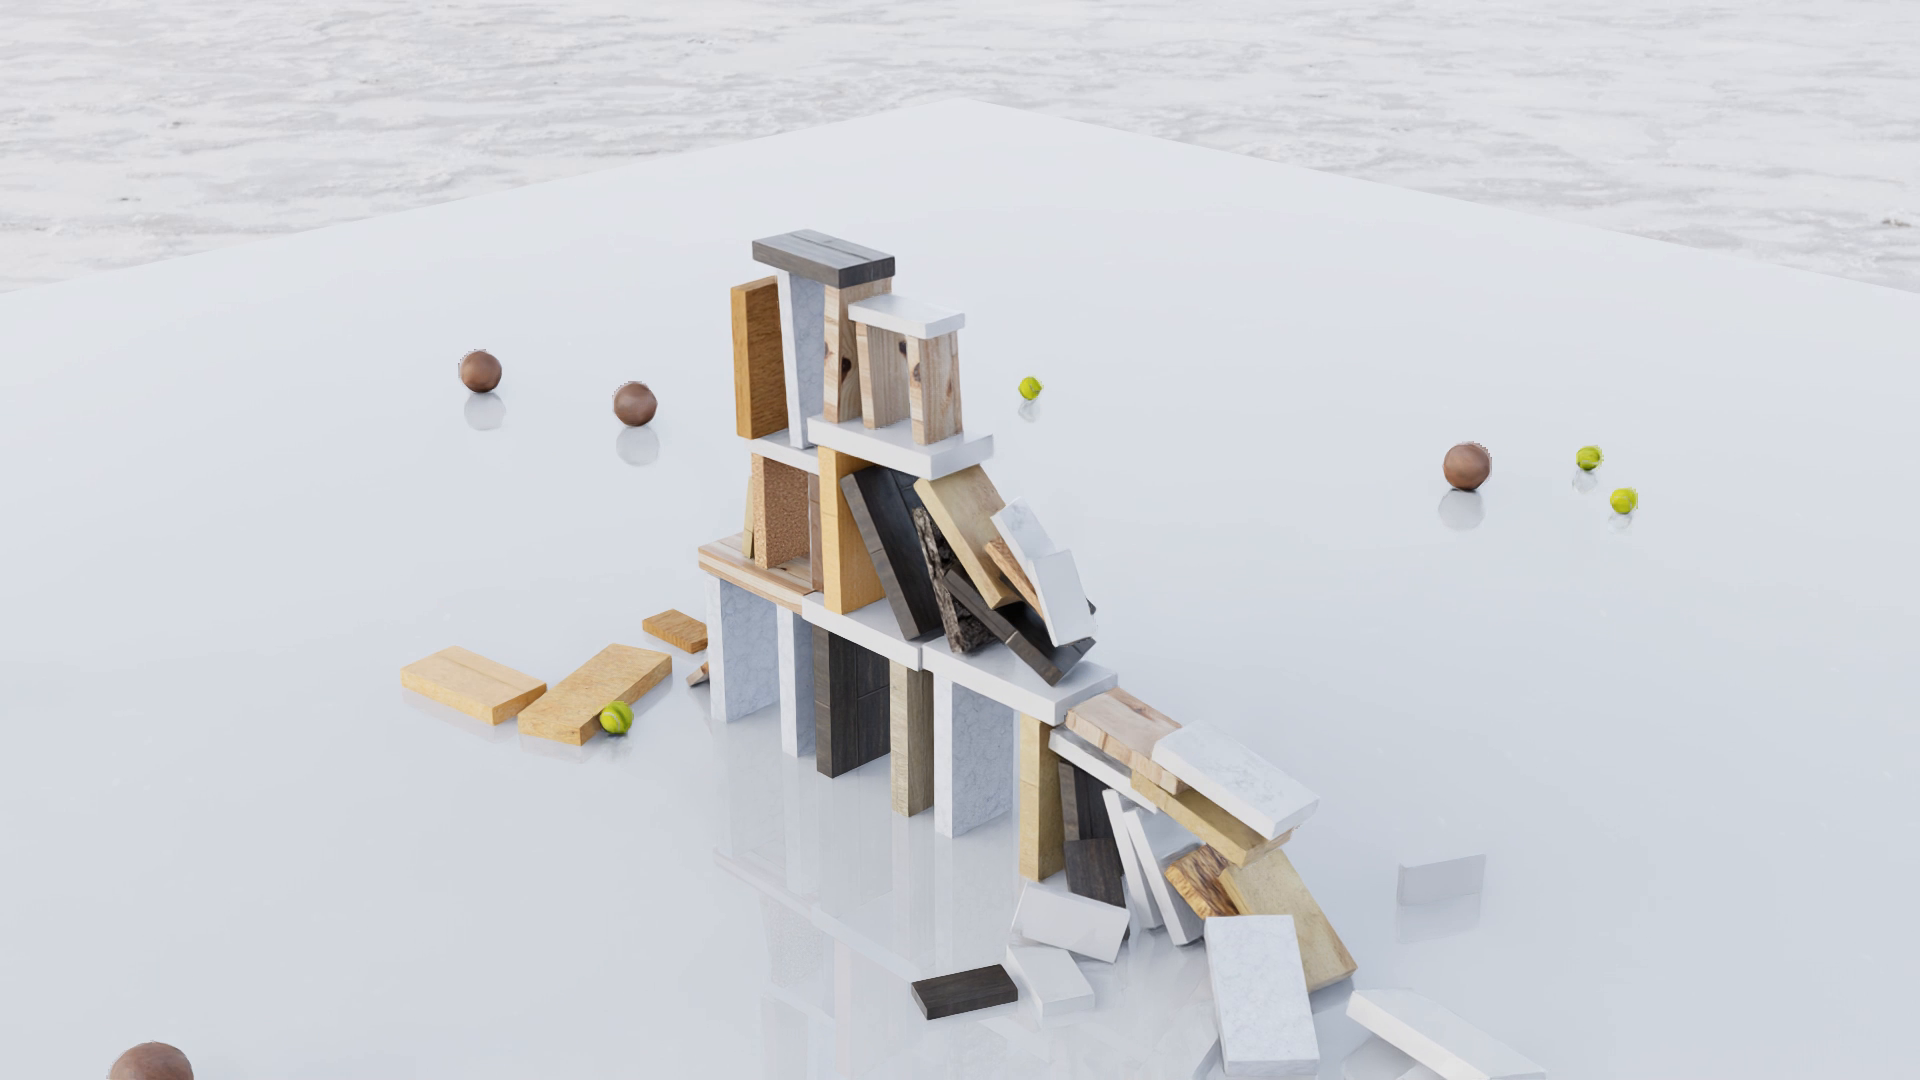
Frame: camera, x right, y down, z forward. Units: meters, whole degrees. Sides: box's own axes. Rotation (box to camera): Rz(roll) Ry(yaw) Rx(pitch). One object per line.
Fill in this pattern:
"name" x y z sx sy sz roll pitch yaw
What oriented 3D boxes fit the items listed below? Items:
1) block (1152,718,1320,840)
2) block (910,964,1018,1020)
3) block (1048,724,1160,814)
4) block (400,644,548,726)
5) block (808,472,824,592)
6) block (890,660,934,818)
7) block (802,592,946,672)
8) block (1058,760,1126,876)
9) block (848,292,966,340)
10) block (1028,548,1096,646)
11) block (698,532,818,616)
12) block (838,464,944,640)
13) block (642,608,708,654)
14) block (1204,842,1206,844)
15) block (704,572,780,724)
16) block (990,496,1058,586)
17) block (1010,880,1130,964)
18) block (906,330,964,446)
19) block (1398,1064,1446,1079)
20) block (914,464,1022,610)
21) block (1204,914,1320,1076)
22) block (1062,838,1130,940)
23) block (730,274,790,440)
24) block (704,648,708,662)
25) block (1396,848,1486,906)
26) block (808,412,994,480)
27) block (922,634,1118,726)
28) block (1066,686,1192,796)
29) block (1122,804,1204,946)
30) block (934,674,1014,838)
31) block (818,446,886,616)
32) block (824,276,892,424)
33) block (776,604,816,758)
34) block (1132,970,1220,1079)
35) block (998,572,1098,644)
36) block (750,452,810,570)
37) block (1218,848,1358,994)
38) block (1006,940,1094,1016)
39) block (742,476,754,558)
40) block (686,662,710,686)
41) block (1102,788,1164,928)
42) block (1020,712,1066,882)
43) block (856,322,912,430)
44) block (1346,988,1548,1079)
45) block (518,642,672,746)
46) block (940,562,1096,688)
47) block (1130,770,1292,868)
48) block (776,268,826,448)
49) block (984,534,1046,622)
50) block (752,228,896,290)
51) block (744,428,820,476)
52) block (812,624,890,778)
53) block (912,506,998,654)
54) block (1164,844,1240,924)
"block" 0.481 0.416 3.850 0.268 0.038 0.134 33 35 31
"block" 0.008 0.793 3.861 0.169 0.024 0.085 -8 24 -19
"block" 0.307 0.406 4.075 0.133 0.038 0.266 -21 39 -41
"block" -1.093 0.324 4.940 0.314 0.044 0.157 17 28 35
"block" -0.246 -0.030 4.497 0.127 0.254 0.036 -21 30 -41
"block" -0.061 0.373 4.443 0.049 0.343 0.171 21 31 41
"block" -0.141 0.163 4.437 0.171 0.049 0.343 -21 31 -40
"block" 0.257 0.526 4.176 0.133 0.266 0.038 -21 23 -41
"block" -0.102 -0.424 4.155 0.209 0.030 0.104 19 30 41
"block" 0.186 0.105 4.009 0.081 0.162 0.023 -17 -2 -23
"block" -0.380 0.062 4.667 0.173 0.049 0.346 -21 31 -40
"block" -0.099 0.009 4.334 0.171 0.341 0.048 -22 -1 -42
"block" -0.659 0.216 5.218 0.093 0.026 0.186 -21 31 -41
"block" 0.532 0.618 4.272 0.091 0.026 0.183 -17 28 -35
"block" -0.471 0.211 4.820 0.049 0.346 0.173 20 30 39
"block" 0.129 0.006 4.054 0.023 0.162 0.081 -28 6 45
"block" 0.198 0.686 3.954 0.194 0.097 0.027 17 17 -1
"block" -0.047 -0.294 4.151 0.030 0.209 0.104 16 27 42
"block" 0.708 0.939 3.491 0.305 0.043 0.153 -20 30 -38
"block" 0.045 -0.013 4.160 0.144 0.041 0.288 -16 66 -42
"block" 0.513 0.776 3.760 0.153 0.043 0.305 -1 41 -2
"block" 0.251 0.648 4.066 0.097 0.027 0.193 -3 57 -8
"block" -0.390 -0.377 4.494 0.044 0.314 0.157 19 29 38
"block" -0.491 0.113 4.987 0.026 0.421 0.093 38 38 21
"block" 0.908 0.636 4.153 0.169 0.085 0.024 -7 24 -17
"block" -0.117 -0.199 4.264 0.341 0.048 0.171 19 29 41
"block" 0.112 0.249 4.215 0.349 0.049 0.175 21 31 40
"block" 0.336 0.362 3.993 0.134 0.038 0.268 -21 39 -40
"block" 0.400 0.598 4.043 0.130 0.259 0.037 -21 0 -41
"block" 0.029 0.401 4.368 0.175 0.349 0.049 -21 31 -41
"block" -0.199 -0.041 4.407 0.048 0.348 0.171 19 29 40
"block" -0.199 -0.375 4.270 0.039 0.275 0.138 24 33 39
"block" -0.302 0.273 4.674 0.049 0.346 0.173 21 31 41
"block" 0.403 0.841 3.748 0.085 0.024 0.390 11 25 25
"block" 0.165 0.099 4.106 0.183 0.026 0.091 42 45 -5
"block" -0.375 -0.077 4.608 0.036 0.254 0.127 20 30 38
"block" 0.587 0.685 3.940 0.130 0.037 0.259 -14 57 -29
"block" 0.160 0.772 3.905 0.097 0.027 0.194 -7 24 -16
"block" -0.412 -0.060 4.650 0.026 0.186 0.093 30 36 33
"block" -0.556 0.287 4.949 0.070 0.020 0.140 -20 -11 -38
"block" 0.357 0.570 4.084 0.133 0.266 0.038 -21 8 -41
"block" 0.192 0.465 4.218 0.049 0.349 0.175 21 30 41
"block" -0.146 -0.329 4.242 0.030 0.209 0.104 14 26 42
"block" 0.808 0.836 3.663 0.153 0.043 0.305 7 13 -39
"block" -0.809 0.340 4.903 0.157 0.044 0.391 9 25 21
"block" 0.112 0.137 4.152 0.288 0.041 0.144 43 37 6
"block" 0.447 0.471 3.918 0.134 0.038 0.268 -21 43 -40
"block" -0.289 -0.384 4.425 0.138 0.379 0.039 -19 26 -38
"block" 0.143 0.077 4.071 0.223 0.023 0.081 50 45 3
"block" -0.267 -0.548 4.274 0.138 0.039 0.275 -19 29 -37
"block" -0.310 -0.189 4.500 0.254 0.036 0.127 19 30 38
"block" -0.222 0.310 4.591 0.171 0.343 0.049 -21 31 -40
"block" 0.009 0.058 4.242 0.144 0.288 0.041 -22 10 -42
"block" 0.501 0.668 3.975 0.130 0.037 0.259 -21 62 -41
